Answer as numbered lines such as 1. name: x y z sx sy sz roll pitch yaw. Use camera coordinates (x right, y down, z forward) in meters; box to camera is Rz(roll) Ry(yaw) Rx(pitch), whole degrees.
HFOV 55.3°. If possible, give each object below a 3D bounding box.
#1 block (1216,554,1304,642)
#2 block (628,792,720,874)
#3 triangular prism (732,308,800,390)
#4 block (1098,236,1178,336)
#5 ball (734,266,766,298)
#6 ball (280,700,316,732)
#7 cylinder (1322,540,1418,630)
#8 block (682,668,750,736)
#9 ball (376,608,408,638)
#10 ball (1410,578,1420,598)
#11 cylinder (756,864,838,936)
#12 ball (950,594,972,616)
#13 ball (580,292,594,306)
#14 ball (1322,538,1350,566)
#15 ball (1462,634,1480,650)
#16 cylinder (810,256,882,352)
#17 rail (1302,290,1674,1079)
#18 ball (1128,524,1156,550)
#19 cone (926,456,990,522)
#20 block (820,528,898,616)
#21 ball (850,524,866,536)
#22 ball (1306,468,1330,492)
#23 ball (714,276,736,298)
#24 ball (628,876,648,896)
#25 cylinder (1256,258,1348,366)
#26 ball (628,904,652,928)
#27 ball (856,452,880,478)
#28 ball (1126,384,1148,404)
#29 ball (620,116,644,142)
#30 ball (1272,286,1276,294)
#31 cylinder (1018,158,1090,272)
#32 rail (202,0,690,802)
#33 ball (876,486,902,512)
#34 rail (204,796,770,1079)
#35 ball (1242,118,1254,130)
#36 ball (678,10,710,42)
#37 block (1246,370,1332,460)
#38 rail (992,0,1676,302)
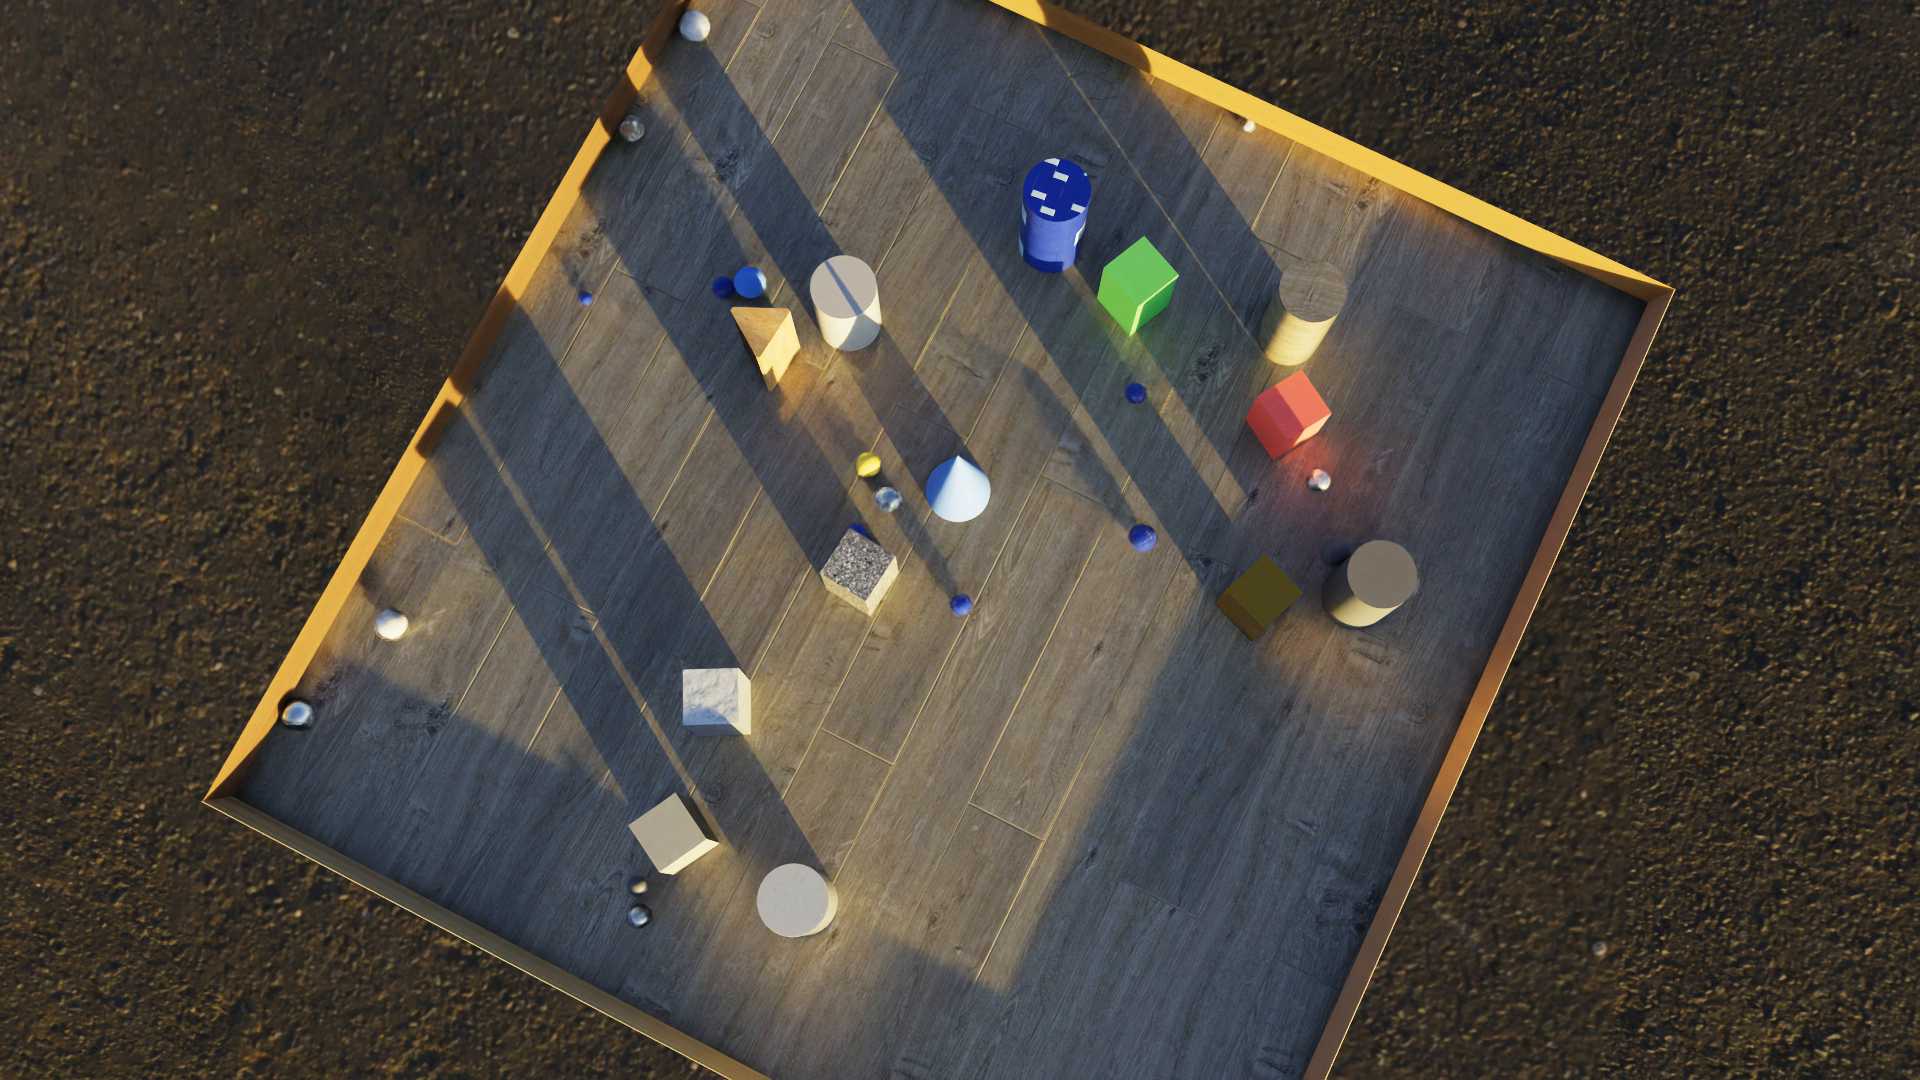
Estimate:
1. block: 0.888 0.174 5.457 0.159 0.243 0.159 -42 81 -8
2. block: -0.823 0.851 5.295 0.159 0.284 0.159 -35 80 -7
3. triangular prism: -0.610 -0.608 5.562 0.149 0.354 0.172 31 80 6
4. block: 0.543 -0.778 5.634 0.159 0.282 0.159 -39 81 -7
5. ball: -0.656 -0.805 5.733 0.100 0.100 0.100 0 78 0
6. ball: -1.971 0.524 5.459 0.097 0.097 0.097 0 78 0
7. cylinder: 1.199 0.136 5.392 0.199 0.385 0.199 0 78 0
8. block: -0.709 0.476 5.363 0.159 0.304 0.159 -2 78 0
9. ball: -1.711 0.251 5.518 0.091 0.091 0.091 0 78 0
10. ball: 1.345 0.134 5.544 0.089 0.089 0.089 0 78 0
11. cylinder: -0.459 1.027 5.216 0.199 0.369 0.199 0 78 0
12. ball: 0.003 0.196 5.543 0.065 0.065 0.065 0 78 0
13. ball: -1.173 -0.756 5.752 0.042 0.042 0.042 0 78 0
14. ball: 1.141 0.036 5.565 0.087 0.087 0.087 0 78 0
15. ball: 1.541 0.305 5.528 0.049 0.049 0.049 0 78 0
16. cylinder: -0.347 -0.721 5.605 0.199 0.315 0.199 0 78 0
17. rail: 1.429 0.706 5.403 0.045 0.129 3.373 26 80 5
18. ball: 0.554 -0.008 5.576 0.082 0.082 0.082 0 78 0
19. cone: -0.006 -0.197 5.436 0.199 0.434 0.199 0 78 0
20. block: -0.298 0.097 5.462 0.159 0.264 0.159 32 80 6
21. ball: -0.315 -0.019 5.590 0.059 0.059 0.059 0 78 0
22. ball: 1.098 -0.183 5.617 0.073 0.073 0.073 0 78 0
23. ball: -0.737 -0.792 5.746 0.067 0.067 0.067 0 78 0
24. ball: -0.945 1.014 5.375 0.061 0.061 0.061 0 78 0
25. cylinder: 1.029 -0.685 5.544 0.199 0.420 0.199 0 78 0
26. ball: -0.935 1.098 5.353 0.071 0.071 0.071 0 78 0
27. ball: -0.283 -0.229 5.625 0.077 0.077 0.077 0 78 0
28. ball: 0.548 -0.454 5.678 0.065 0.065 0.065 0 78 0
29. ball: -1.047 -1.313 5.848 0.080 0.080 0.080 0 78 0
30. ball: 1.001 -0.779 5.757 0.041 0.041 0.041 0 78 0
31. cylinder: 0.286 -0.985 5.599 0.199 0.434 0.199 0 78 0
32. rail: -1.429 -0.693 5.693 0.045 0.129 3.373 26 80 5
33. ball: -0.218 -0.125 5.603 0.077 0.077 0.077 0 78 0
34. rail: -0.744 1.463 5.247 3.242 0.129 0.045 26 80 5
35. ball: 0.922 -1.332 5.871 0.042 0.042 0.042 0 78 0
36. ball: -0.856 -1.657 5.909 0.099 0.099 0.099 0 78 0
37. block: 0.995 -0.378 5.571 0.159 0.242 0.159 -31 80 -6
38. rail: 0.744 -1.450 5.850 3.242 0.129 0.045 26 80 5
